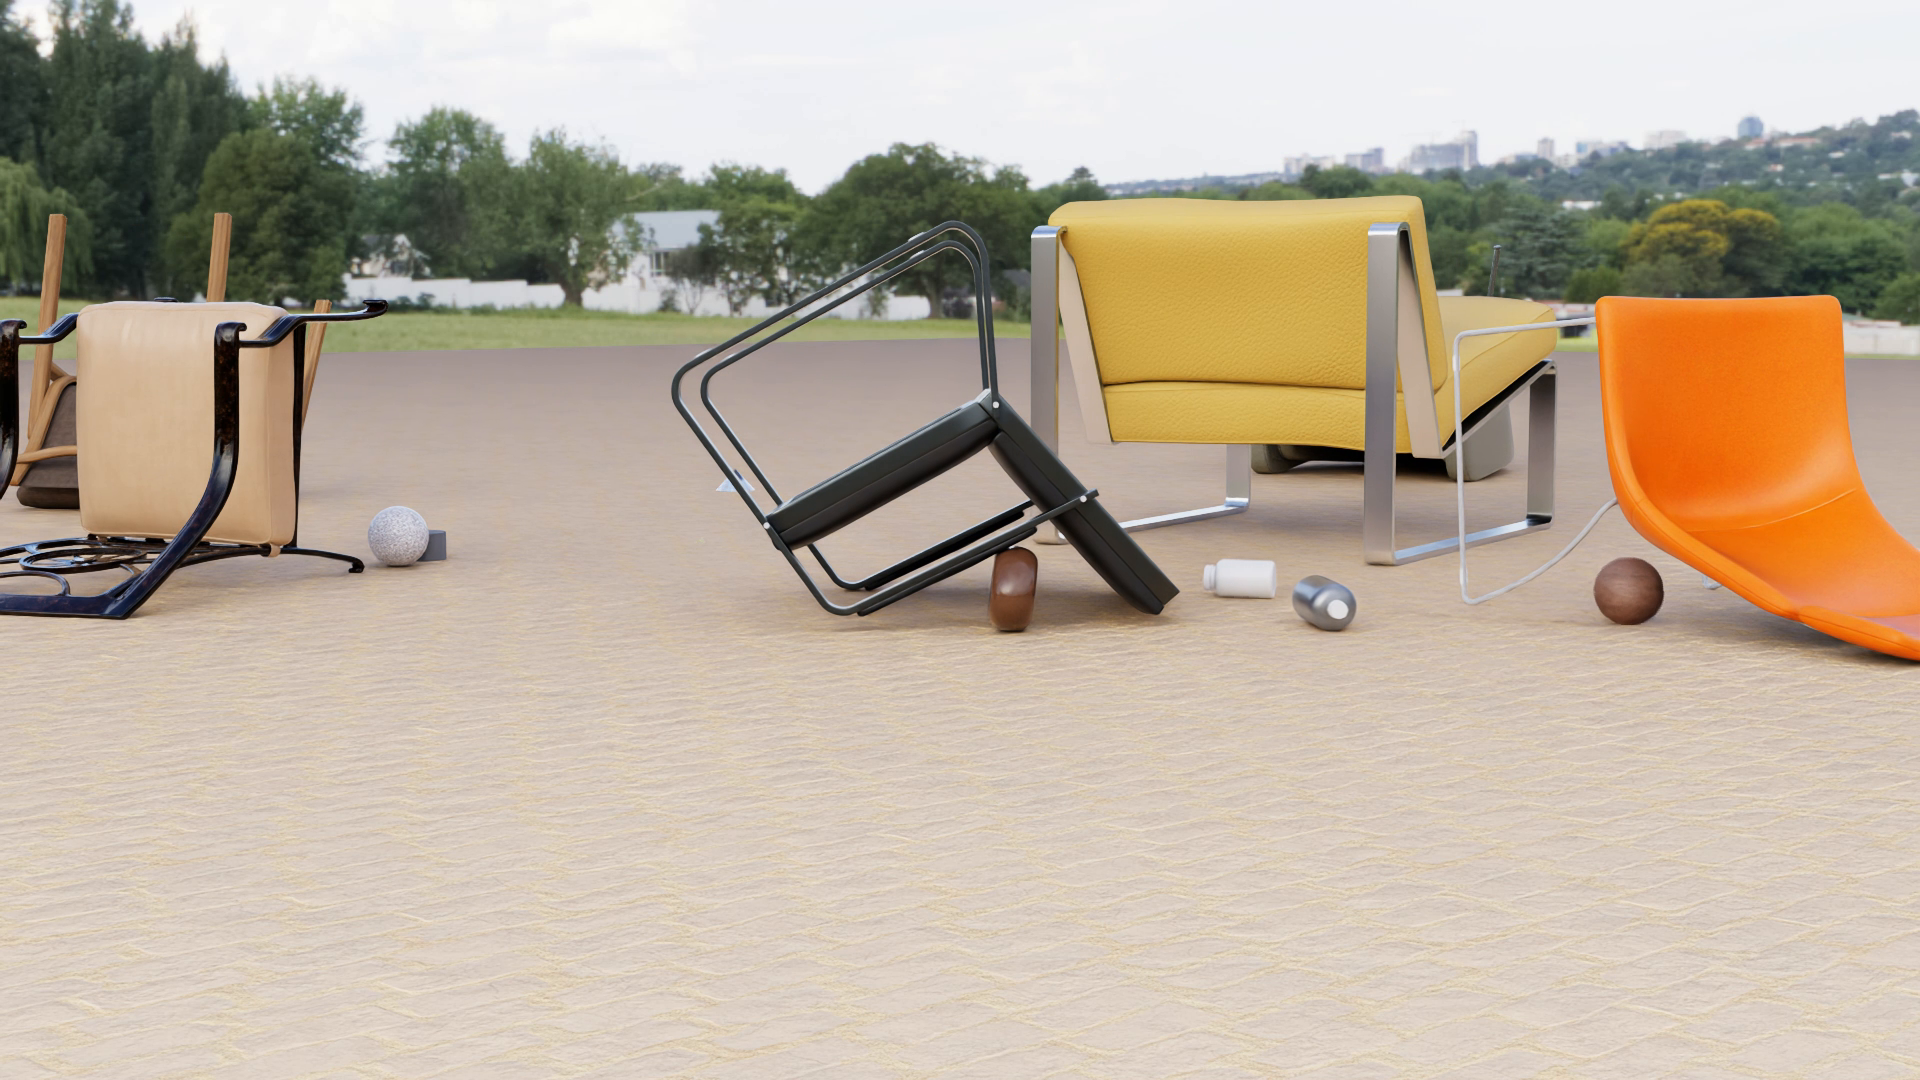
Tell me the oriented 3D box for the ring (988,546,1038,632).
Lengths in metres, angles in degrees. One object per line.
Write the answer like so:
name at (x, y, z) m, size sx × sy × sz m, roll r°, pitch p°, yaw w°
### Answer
ring at (0.098, 0.090, 4.780) m, size 0.082 × 0.157 × 0.213 m, roll 7°, pitch 13°, yaw 0°

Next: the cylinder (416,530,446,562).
cylinder at (-1.238, 0.013, 5.974) m, size 0.080 × 0.063 × 0.103 m, roll 0°, pitch 6°, yaw 5°

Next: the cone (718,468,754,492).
cone at (-0.692, -0.187, 7.906) m, size 0.120 × 0.066 × 0.116 m, roll 1°, pitch 6°, yaw 11°

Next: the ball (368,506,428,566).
ball at (-1.276, -0.008, 5.825) m, size 0.137 × 0.137 × 0.137 m, roll 0°, pitch 6°, yaw 0°
